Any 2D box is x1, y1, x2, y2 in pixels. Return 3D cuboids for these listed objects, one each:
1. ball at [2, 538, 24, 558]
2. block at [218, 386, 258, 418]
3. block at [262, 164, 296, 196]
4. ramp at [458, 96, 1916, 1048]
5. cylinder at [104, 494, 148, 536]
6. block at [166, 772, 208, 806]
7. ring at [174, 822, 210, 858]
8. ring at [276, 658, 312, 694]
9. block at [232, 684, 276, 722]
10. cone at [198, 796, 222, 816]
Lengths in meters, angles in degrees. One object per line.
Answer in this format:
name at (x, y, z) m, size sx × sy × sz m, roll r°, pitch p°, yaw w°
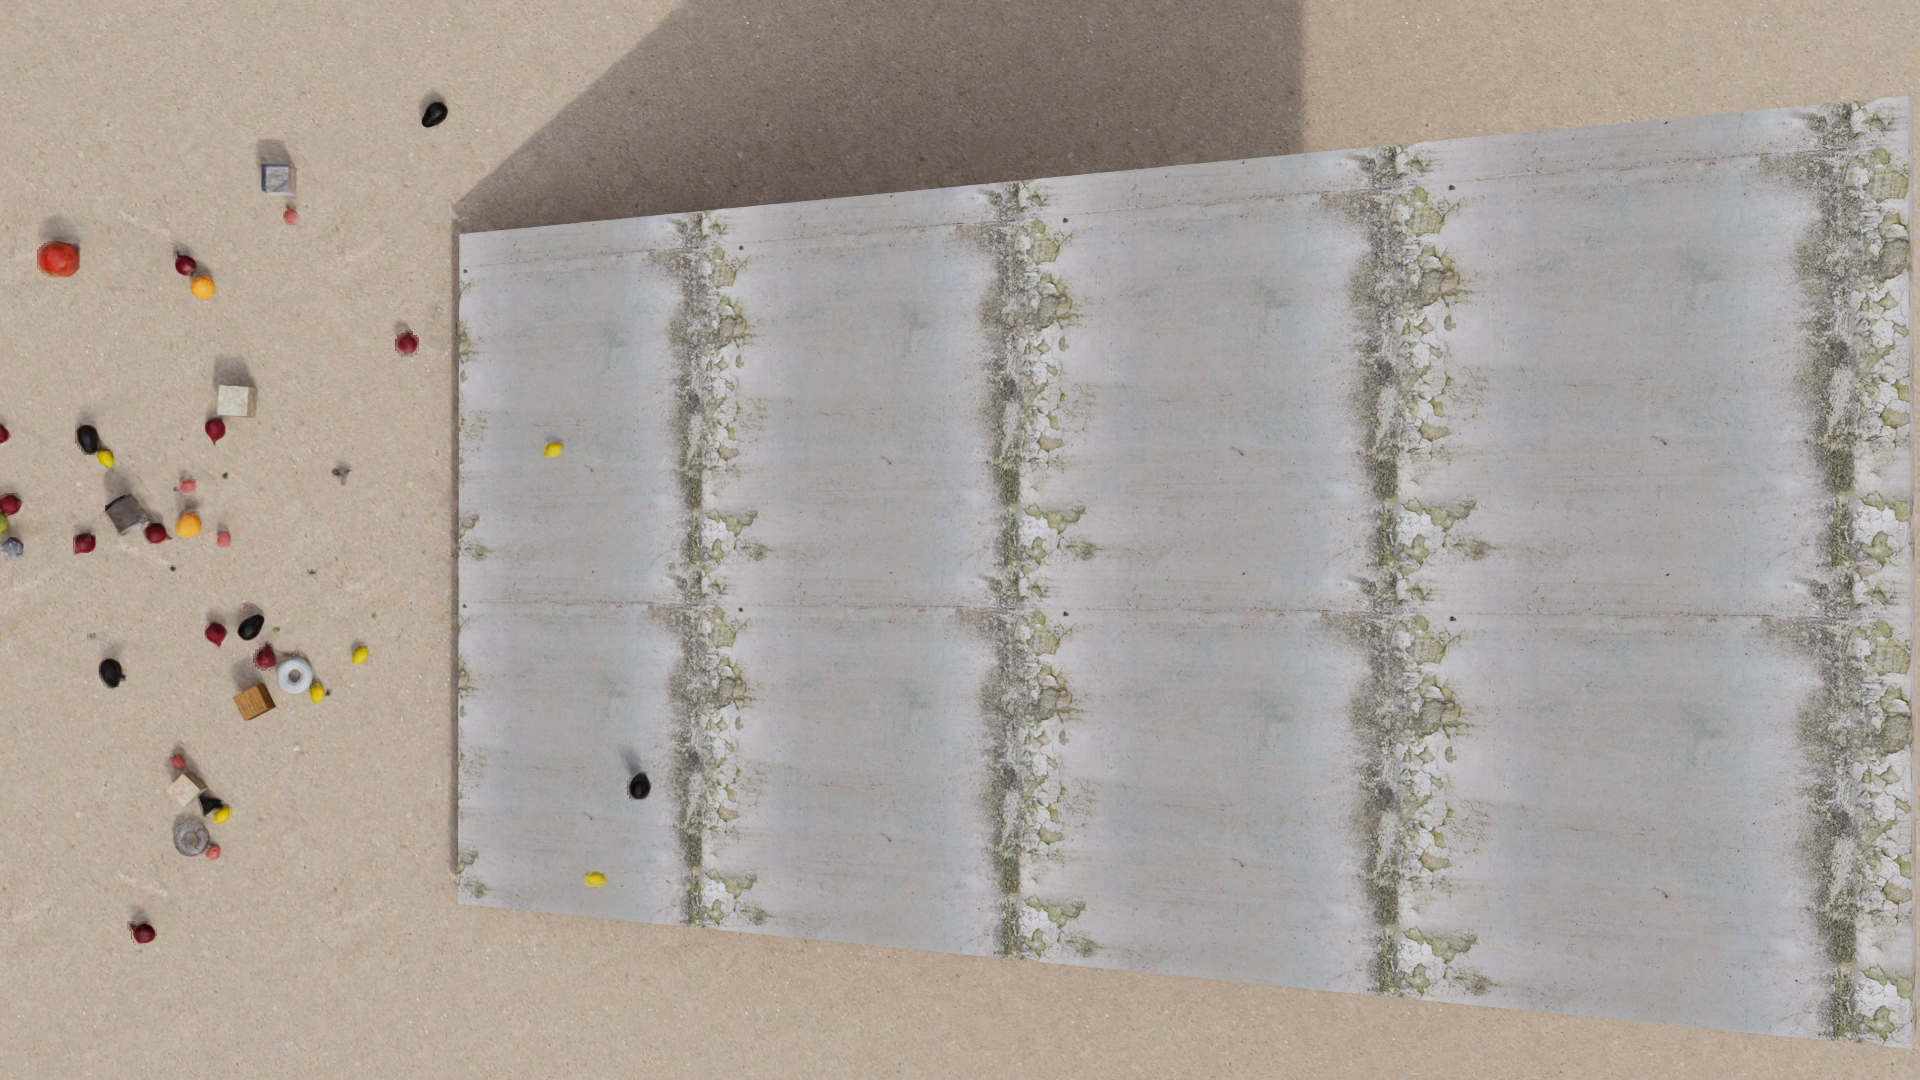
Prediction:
ball at (-2.854, 0.025, 6.626) m, size 0.062 × 0.062 × 0.062 m, roll 0°, pitch 89°, yaw 0°
block at (-2.173, -0.416, 6.617) m, size 0.088 × 0.088 × 0.088 m, roll 4°, pitch 89°, yaw 0°
block at (-2.052, -1.085, 6.627) m, size 0.082 × 0.082 × 0.082 m, roll 0°, pitch 89°, yaw 0°
ramp at (0.272, 0.076, 5.636) m, size 4.000 × 0.100 × 2.000 m, roll 0°, pitch 89°, yaw 29°
cylinder at (-2.506, -0.077, 6.612) m, size 0.091 × 0.091 × 0.091 m, roll -32°, pitch 89°, yaw 0°
block at (-2.323, 0.749, 6.614) m, size 0.071 × 0.071 × 0.071 m, roll 44°, pitch 90°, yaw 0°
ring at (-2.317, 0.902, 6.630) m, size 0.109 × 0.036 × 0.109 m, roll 0°, pitch 89°, yaw 1°
ring at (-2.007, 0.408, 6.635) m, size 0.110 × 0.037 × 0.110 m, roll 0°, pitch 88°, yaw 0°
block at (-2.122, 0.488, 6.612) m, size 0.080 × 0.080 × 0.080 m, roll -28°, pitch 89°, yaw 0°
cone at (-2.257, 0.795, 6.634) m, size 0.065 × 0.065 × 0.065 m, roll -17°, pitch 89°, yaw -27°
